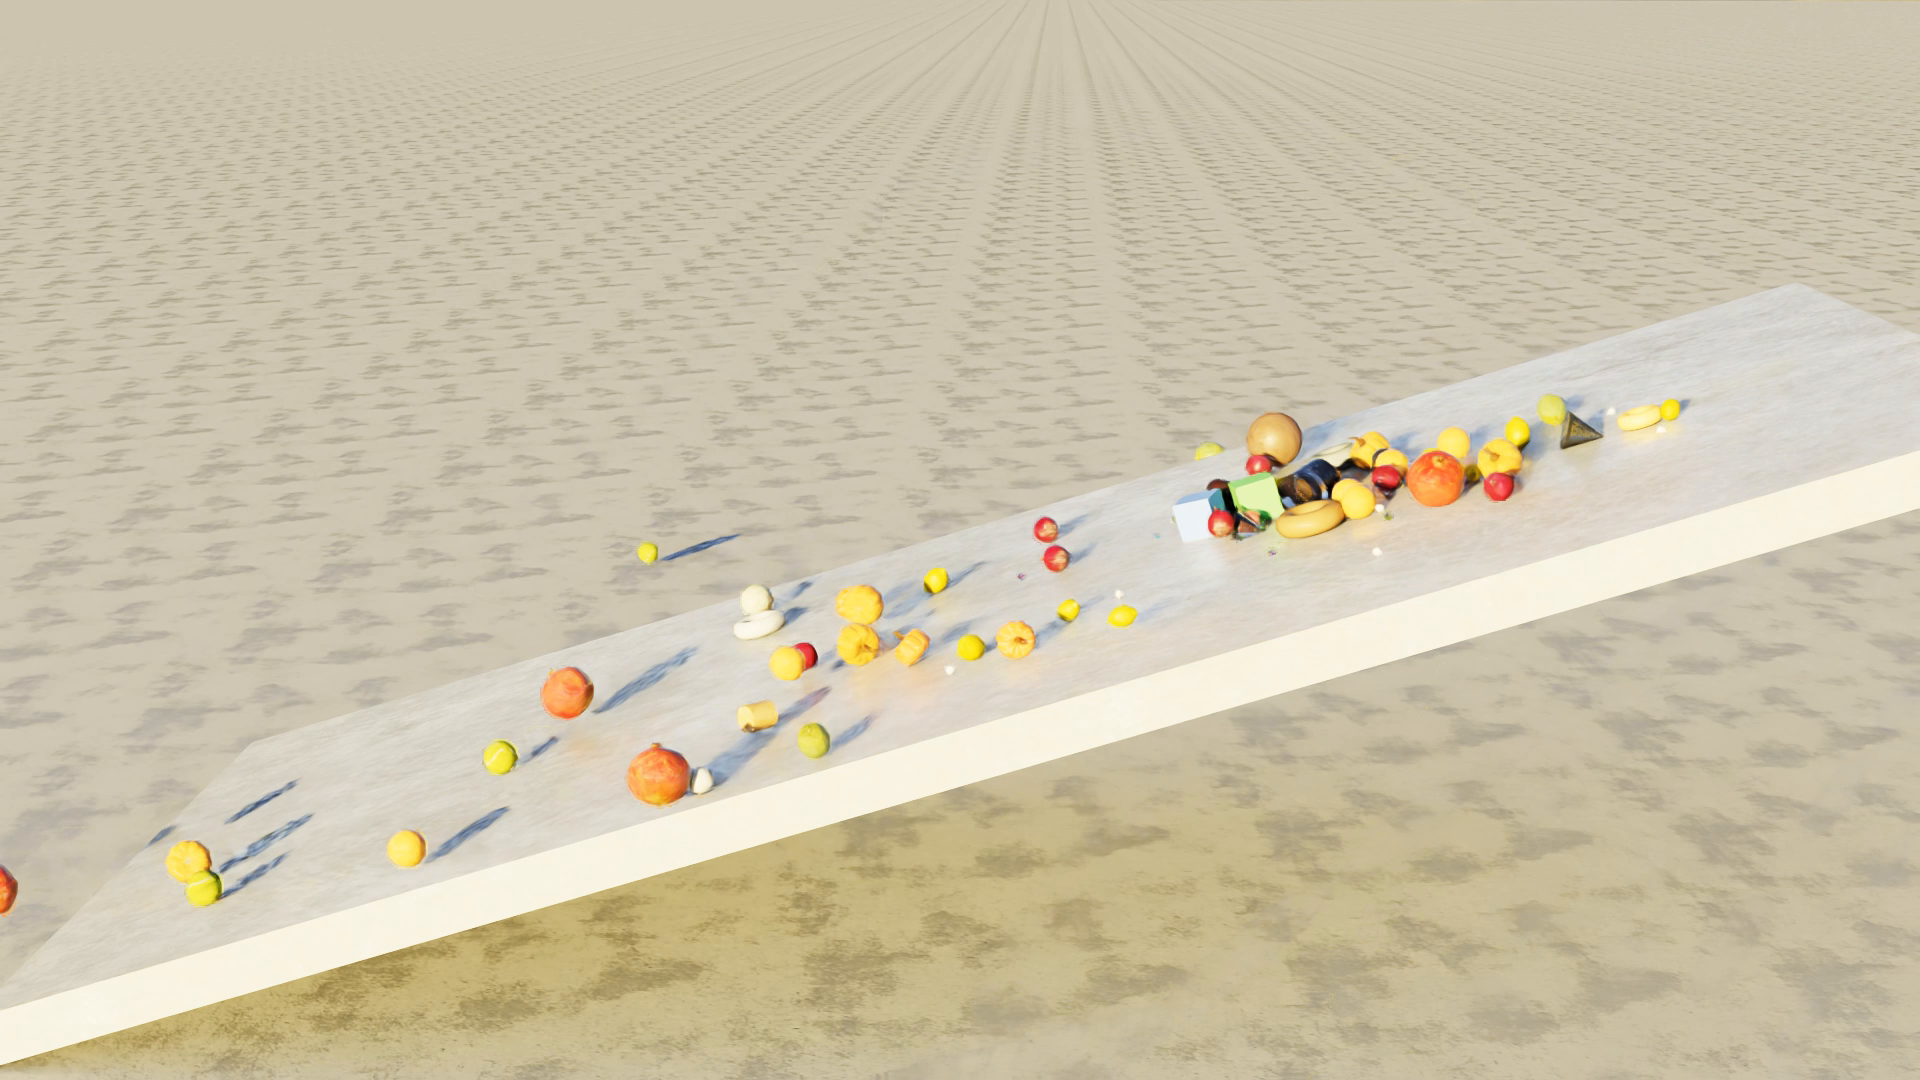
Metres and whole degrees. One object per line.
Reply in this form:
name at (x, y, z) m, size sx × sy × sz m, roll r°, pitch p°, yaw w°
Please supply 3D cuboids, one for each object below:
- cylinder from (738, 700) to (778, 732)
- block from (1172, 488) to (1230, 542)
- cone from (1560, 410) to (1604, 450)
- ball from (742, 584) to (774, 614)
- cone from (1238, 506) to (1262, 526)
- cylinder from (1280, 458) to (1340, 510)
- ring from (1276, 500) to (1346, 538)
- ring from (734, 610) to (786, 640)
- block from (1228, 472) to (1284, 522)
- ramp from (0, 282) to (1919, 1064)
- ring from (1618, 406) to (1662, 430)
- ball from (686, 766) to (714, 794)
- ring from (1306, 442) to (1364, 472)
cylinder at (-0.396, 0.345, 5.760) m, size 0.055 × 0.055 × 0.055 m, roll -7°, pitch 13°, yaw -42°
block at (0.521, -0.053, 6.348) m, size 0.084 × 0.084 × 0.084 m, roll -12°, pitch 11°, yaw 27°
cone at (1.291, -0.220, 6.076) m, size 0.083 × 0.083 × 0.083 m, roll 10°, pitch 12°, yaw 3°
ball at (-0.484, 0.143, 7.013) m, size 0.076 × 0.076 × 0.076 m, roll 0°, pitch 11°, yaw 0°
cone at (0.619, -0.039, 6.271) m, size 0.058 × 0.058 × 0.058 m, roll 10°, pitch 12°, yaw 3°
cylinder at (0.743, -0.113, 6.251) m, size 0.092 × 0.092 × 0.092 m, roll 10°, pitch 31°, yaw 42°
ring at (0.722, -0.044, 6.059) m, size 0.146 × 0.049 × 0.146 m, roll -16°, pitch 11°, yaw 3°
ring at (-0.462, 0.196, 6.795) m, size 0.124 × 0.041 × 0.124 m, roll -16°, pitch 10°, yaw 3°
block at (0.638, -0.089, 6.334) m, size 0.087 × 0.087 × 0.087 m, roll -18°, pitch 10°, yaw -2°
ramp at (0.096, 0.185, 6.315) m, size 4.000 × 0.100 × 2.000 m, roll -17°, pitch 10°, yaw 5°
ring at (1.405, -0.253, 6.074) m, size 0.096 × 0.032 × 0.096 m, roll -18°, pitch 9°, yaw 3°
ball at (-0.482, 0.446, 5.461) m, size 0.051 × 0.051 × 0.051 m, roll 0°, pitch 11°, yaw 0°
ring at (0.842, -0.181, 6.596) m, size 0.139 × 0.046 × 0.139 m, roll -20°, pitch 7°, yaw 2°
